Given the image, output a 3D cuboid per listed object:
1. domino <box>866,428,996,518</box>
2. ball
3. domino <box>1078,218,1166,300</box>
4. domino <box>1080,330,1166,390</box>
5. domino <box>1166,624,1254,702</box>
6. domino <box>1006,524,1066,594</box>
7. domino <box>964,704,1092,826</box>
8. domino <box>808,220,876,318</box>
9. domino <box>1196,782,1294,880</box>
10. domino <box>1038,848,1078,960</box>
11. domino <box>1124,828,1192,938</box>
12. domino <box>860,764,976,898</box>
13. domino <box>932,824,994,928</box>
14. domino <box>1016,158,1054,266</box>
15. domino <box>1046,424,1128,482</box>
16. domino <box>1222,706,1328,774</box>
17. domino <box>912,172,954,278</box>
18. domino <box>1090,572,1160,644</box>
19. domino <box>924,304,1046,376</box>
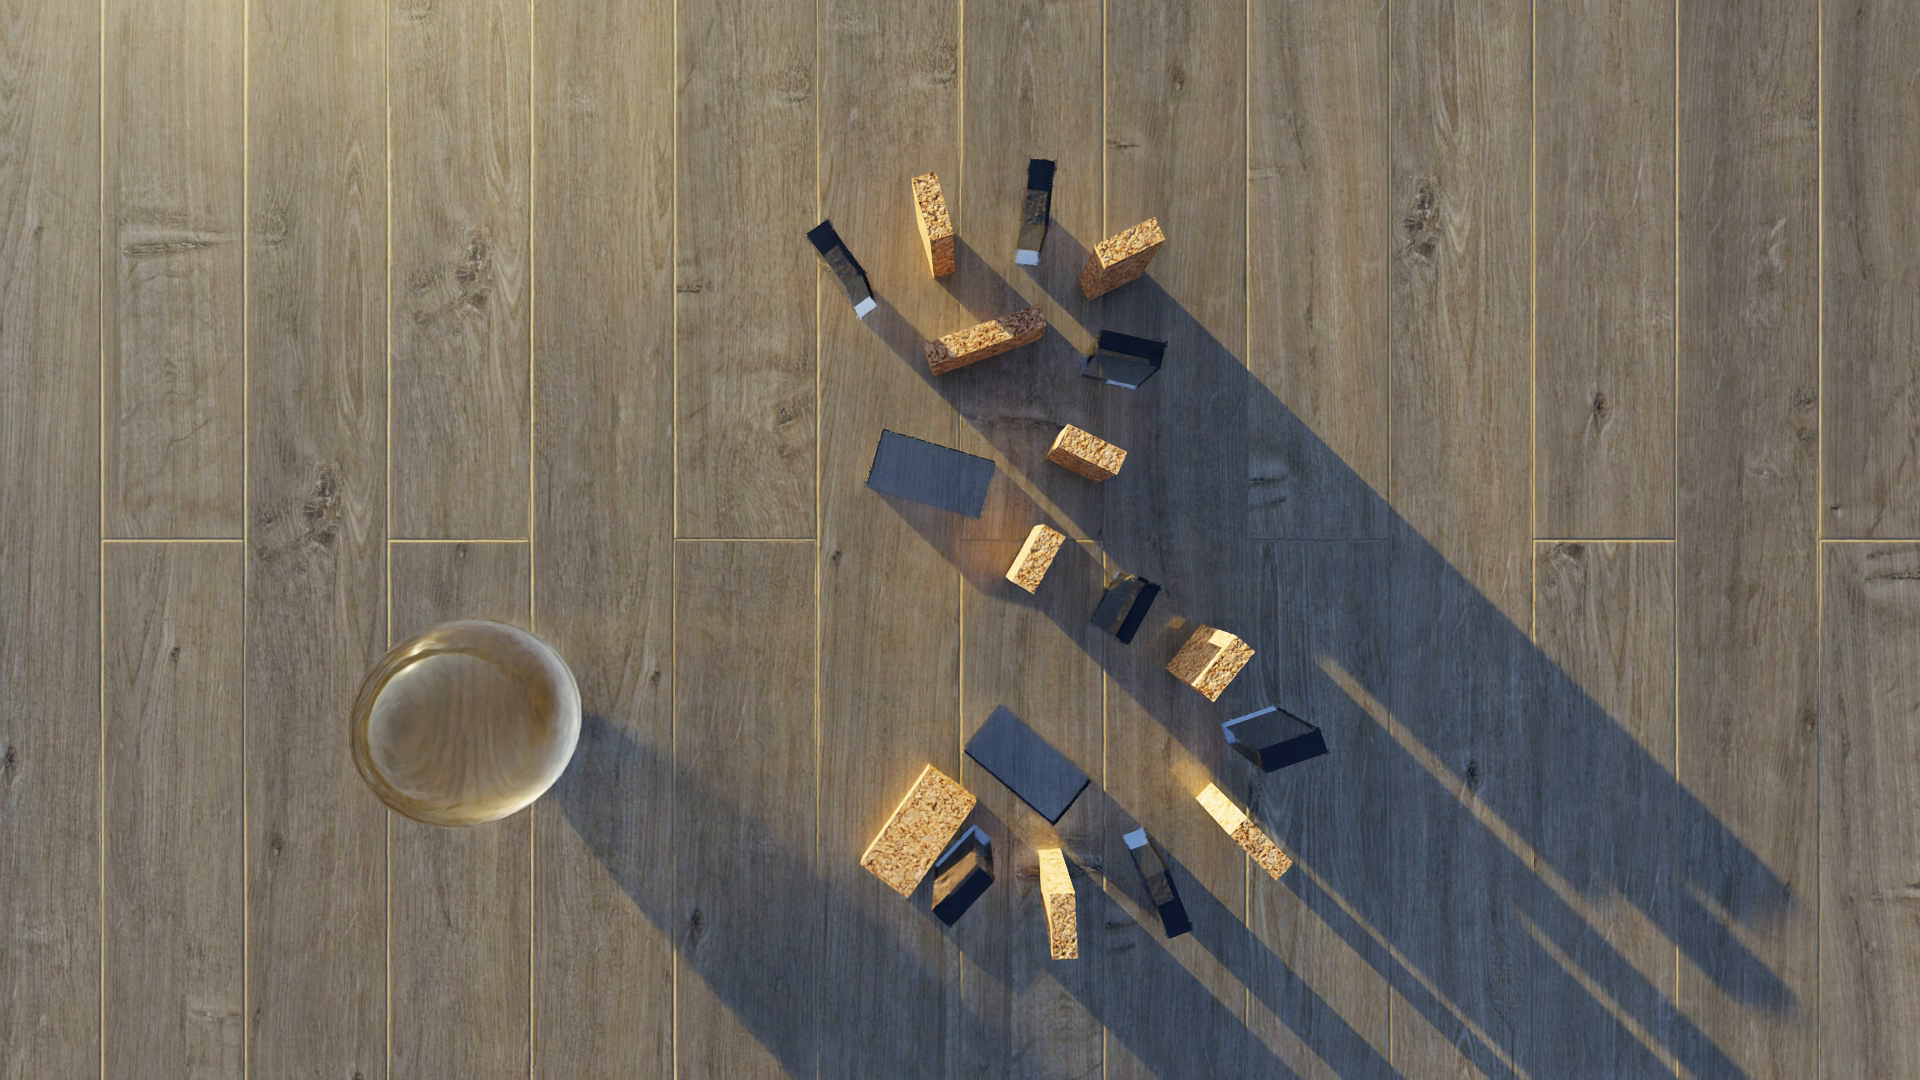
[{"bbox_3d":[-0.012,-0.029,0.395,0.050,0.010,0.025,16,90,0],"label":"domino"},{"bbox_3d":[-0.192,0.071,0.360,0.080,0.080,0.080,0,90,0],"label":"ball"},{"bbox_3d":[0.065,-0.114,0.375,0.025,0.050,0.010,-25,90,0],"label":"domino"},{"bbox_3d":[0.066,-0.073,0.375,0.025,0.050,0.010,13,90,0],"label":"domino"},{"bbox_3d":[0.101,0.049,0.375,0.010,0.050,0.025,39,90,0],"label":"domino"},{"bbox_3d":[0.030,0.007,0.375,0.010,0.050,0.025,29,90,0],"label":"domino"},{"bbox_3d":[0.029,0.096,0.395,0.050,0.010,0.025,39,90,0],"label":"domino"},{"bbox_3d":[-0.047,-0.110,0.375,0.010,0.050,0.025,-36,90,0],"label":"domino"},{"bbox_3d":[0.115,0.118,0.375,0.025,0.050,0.009,44,90,0],"label":"domino"},{"bbox_3d":[0.040,0.148,0.375,0.009,0.050,0.025,-3,90,0],"label":"domino"},{"bbox_3d":[0.080,0.139,0.375,0.010,0.050,0.025,-21,90,0],"label":"domino"},{"bbox_3d":[-0.018,0.125,0.395,0.025,0.010,0.050,36,90,0],"label":"domino"},{"bbox_3d":[0.001,0.136,0.375,0.010,0.050,0.025,44,90,0],"label":"domino"},{"bbox_3d":[0.030,-0.133,0.375,0.009,0.050,0.025,6,90,0],"label":"domino"},{"bbox_3d":[0.051,-0.035,0.375,0.025,0.050,0.010,26,90,0],"label":"domino"},{"bbox_3d":[0.127,0.081,0.375,0.025,0.050,0.009,-19,90,0],"label":"domino"},{"bbox_3d":[-0.010,-0.128,0.375,0.009,0.050,0.025,-16,90,0],"label":"domino"},{"bbox_3d":[0.067,0.027,0.375,0.009,0.050,0.025,29,90,0],"label":"domino"},{"bbox_3d":[0.010,-0.084,0.388,0.050,0.025,0.009,-19,90,0],"label":"domino"}]
